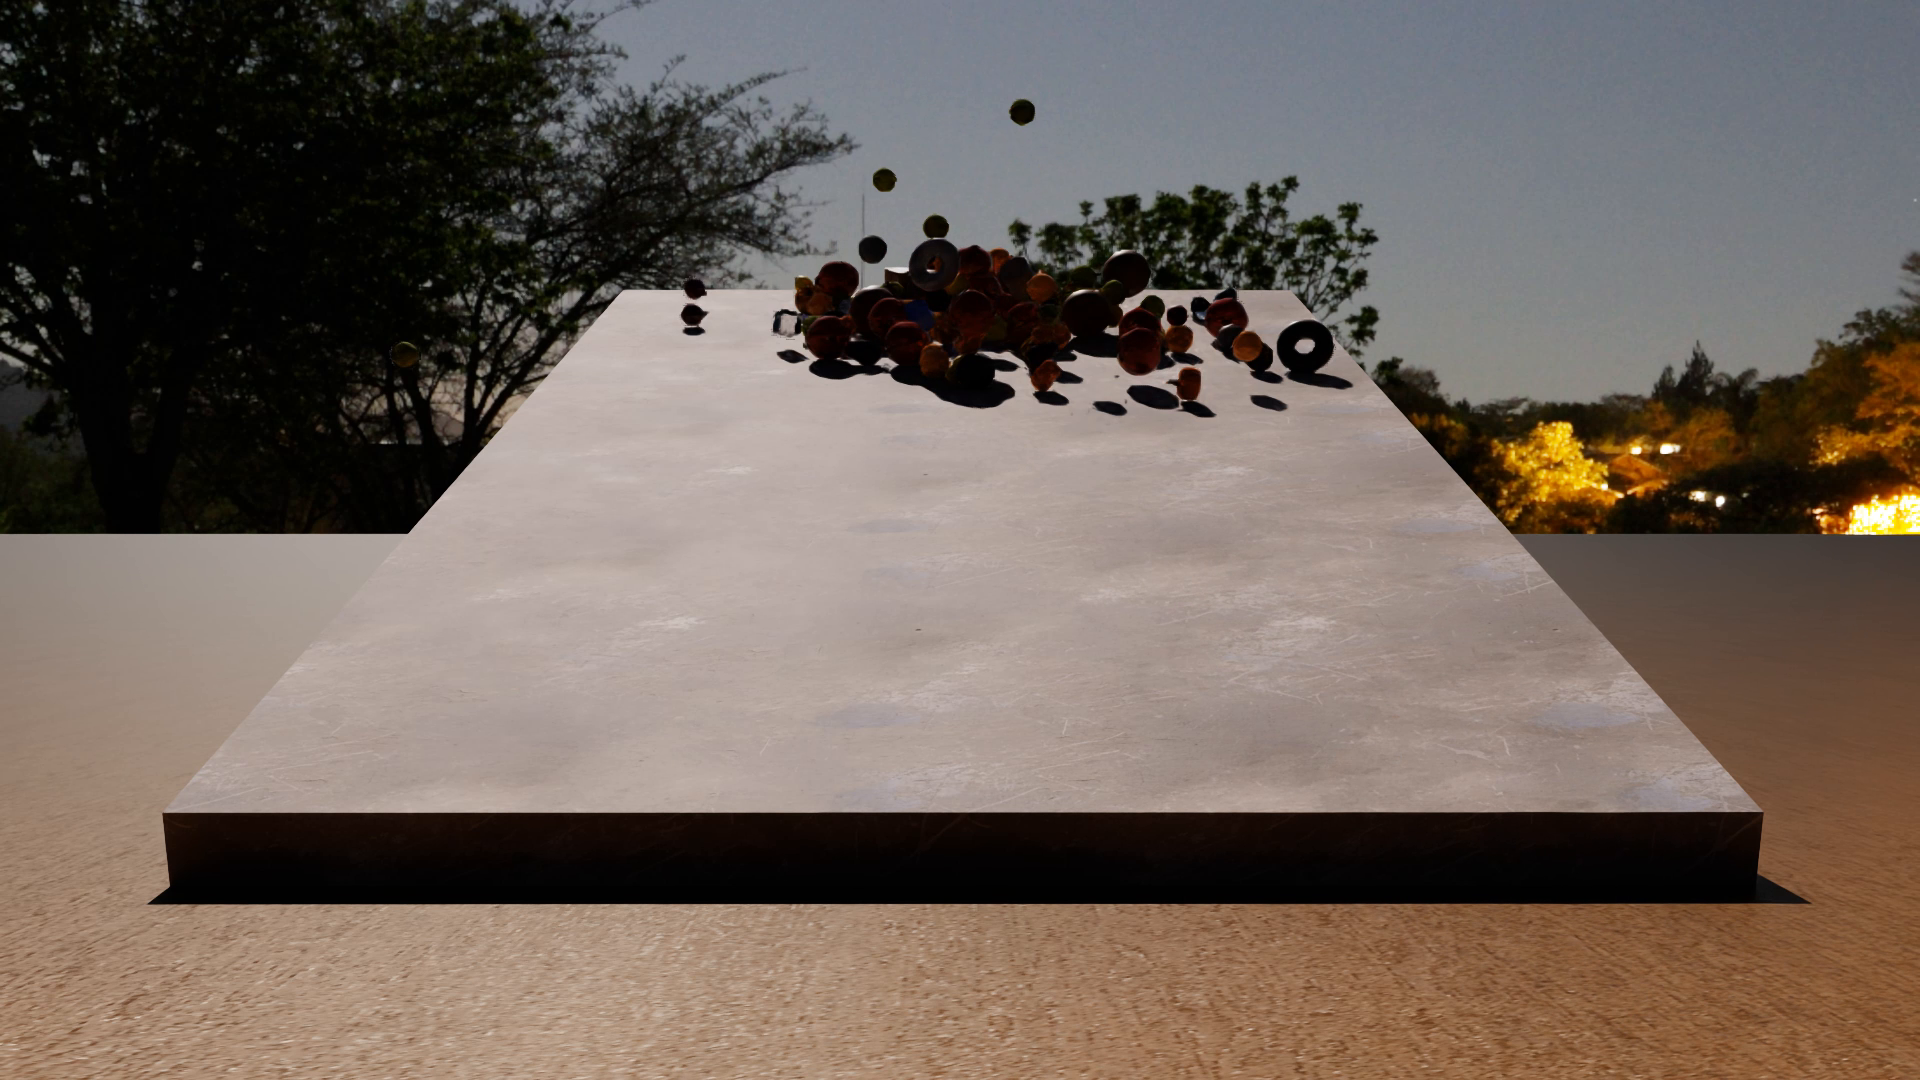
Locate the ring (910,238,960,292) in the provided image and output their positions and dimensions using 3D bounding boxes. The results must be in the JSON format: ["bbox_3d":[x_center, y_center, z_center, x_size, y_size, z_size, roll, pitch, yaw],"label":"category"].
[{"bbox_3d":[-0.064,-0.690,5.526,0.137,0.137,0.046,0,-10,23],"label":"ring"}]

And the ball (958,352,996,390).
[{"bbox_3d":[0.038,-0.397,5.195,0.090,0.090,0.090,0,0,0],"label":"ball"}]

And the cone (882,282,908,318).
[{"bbox_3d":[-0.189,-0.680,6.131,0.091,0.091,0.091,-17,-9,-3],"label":"cone"}]

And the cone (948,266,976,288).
[{"bbox_3d":[0.014,-0.743,6.263,0.079,0.079,0.079,14,-2,-10],"label":"cone"}]

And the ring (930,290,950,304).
[{"bbox_3d":[-0.061,-0.710,6.399,0.092,0.031,0.092,8,16,-2],"label":"ring"}]

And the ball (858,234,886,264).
[{"bbox_3d":[-0.244,-0.812,6.154,0.080,0.080,0.080,0,0,0],"label":"ball"}]

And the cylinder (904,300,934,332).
[{"bbox_3d":[-0.102,-0.567,5.579,0.060,0.060,0.060,-15,-35,-11],"label":"cylinder"}]

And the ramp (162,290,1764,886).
[{"bbox_3d":[-0.002,-0.156,4.690,2.000,0.100,4.000,0,16,0],"label":"ramp"}]

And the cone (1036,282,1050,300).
[{"bbox_3d":[0.222,-0.709,6.402,0.059,0.059,0.059,-26,3,-6],"label":"cone"}]

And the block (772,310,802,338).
[{"bbox_3d":[-0.447,-0.561,5.709,0.053,0.053,0.053,14,-12,-33],"label":"block"}]

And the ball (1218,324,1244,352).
[{"bbox_3d":[0.697,-0.519,5.666,0.070,0.070,0.070,0,0,0],"label":"ball"}]

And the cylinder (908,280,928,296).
[{"bbox_3d":[-0.112,-0.732,6.262,0.057,0.057,0.057,10,-36,7],"label":"cylinder"}]

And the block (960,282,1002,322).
[{"bbox_3d":[0.059,-0.662,6.126,0.092,0.092,0.092,-6,17,-19],"label":"block"}]

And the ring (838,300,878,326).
[{"bbox_3d":[-0.278,-0.623,6.041,0.116,0.039,0.116,20,20,-8],"label":"ring"}]

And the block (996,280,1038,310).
[{"bbox_3d":[0.160,-0.700,6.263,0.081,0.081,0.081,-13,13,-39],"label":"block"}]

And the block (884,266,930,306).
[{"bbox_3d":[-0.153,-0.731,6.360,0.099,0.099,0.099,-7,17,-24],"label":"block"}]

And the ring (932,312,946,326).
[{"bbox_3d":[-0.084,-0.605,6.037,0.095,0.032,0.095,1,16,0],"label":"ring"}]

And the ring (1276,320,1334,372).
[{"bbox_3d":[0.850,-0.477,5.427,0.141,0.141,0.047,0,-21,16],"label":"ring"}]

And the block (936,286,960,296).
[{"bbox_3d":[-0.025,-0.739,6.342,0.067,0.067,0.067,9,14,-15],"label":"block"}]

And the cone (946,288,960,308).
[{"bbox_3d":[0.003,-0.671,6.237,0.060,0.060,0.060,38,-13,-17],"label":"cone"}]

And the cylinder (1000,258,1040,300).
[{"bbox_3d":[0.160,-0.694,5.857,0.081,0.081,0.081,0,-34,36],"label":"cylinder"}]

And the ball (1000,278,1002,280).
[{"bbox_3d":[0.148,-0.755,6.511,0.063,0.063,0.063,0,0,0],"label":"ball"}]

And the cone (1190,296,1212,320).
[{"bbox_3d":[0.657,-0.639,6.161,0.067,0.067,0.067,0,-12,-24],"label":"cone"}]

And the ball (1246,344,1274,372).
[{"bbox_3d":[0.737,-0.449,5.419,0.070,0.070,0.070,0,0,0],"label":"ball"}]
